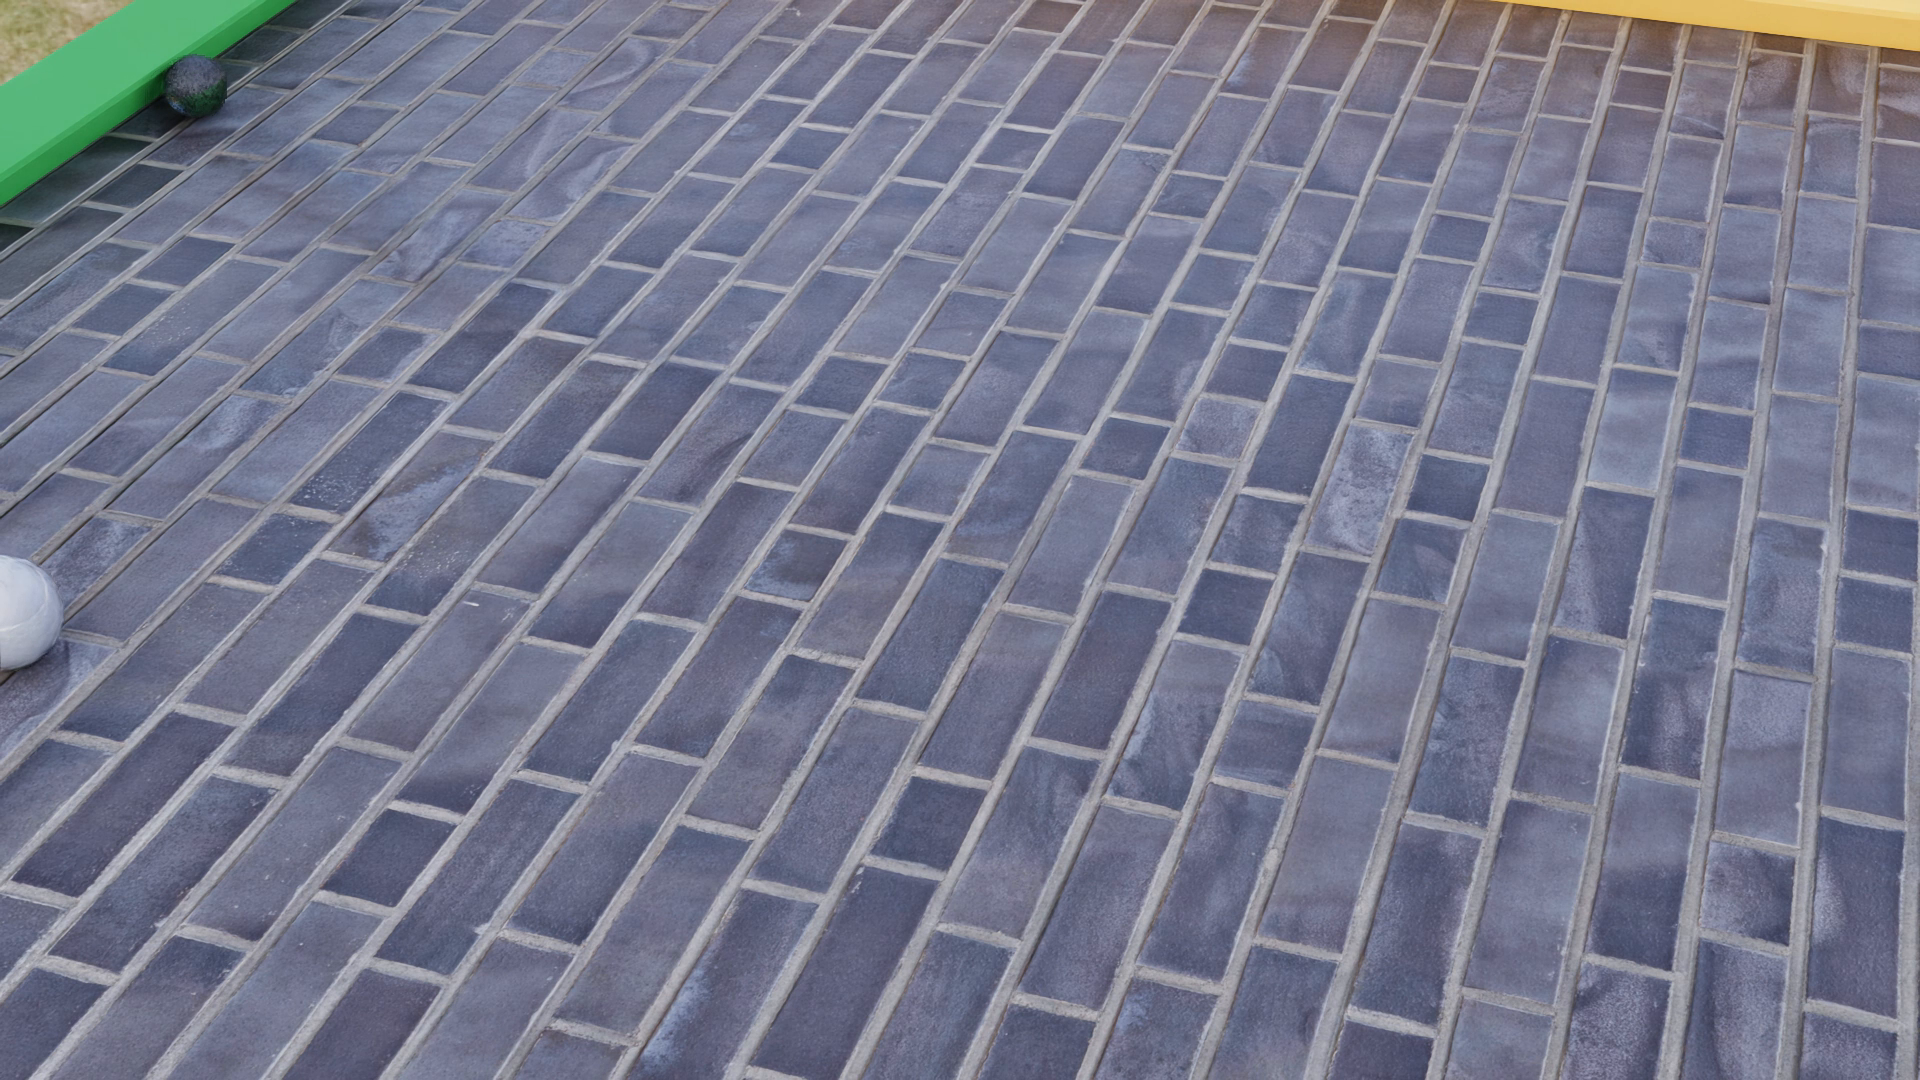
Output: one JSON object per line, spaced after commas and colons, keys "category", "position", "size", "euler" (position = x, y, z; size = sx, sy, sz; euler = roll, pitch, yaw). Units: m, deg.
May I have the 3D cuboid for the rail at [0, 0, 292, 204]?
{"category": "rail", "position": [-1.020, -0.211, 2.249], "size": [0.045, 0.109, 2.603], "euler": [10, 35, 15]}

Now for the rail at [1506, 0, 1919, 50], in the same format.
{"category": "rail", "position": [1.443, -0.506, 2.691], "size": [4.391, 0.109, 0.045], "euler": [10, 35, 15]}

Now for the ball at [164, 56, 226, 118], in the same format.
{"category": "ball", "position": [-0.802, -0.475, 2.687], "size": [0.063, 0.063, 0.063], "euler": [0, 34, 0]}

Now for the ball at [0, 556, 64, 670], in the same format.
{"category": "ball", "position": [-0.700, 0.053, 1.876], "size": [0.084, 0.084, 0.084], "euler": [0, 34, 0]}
